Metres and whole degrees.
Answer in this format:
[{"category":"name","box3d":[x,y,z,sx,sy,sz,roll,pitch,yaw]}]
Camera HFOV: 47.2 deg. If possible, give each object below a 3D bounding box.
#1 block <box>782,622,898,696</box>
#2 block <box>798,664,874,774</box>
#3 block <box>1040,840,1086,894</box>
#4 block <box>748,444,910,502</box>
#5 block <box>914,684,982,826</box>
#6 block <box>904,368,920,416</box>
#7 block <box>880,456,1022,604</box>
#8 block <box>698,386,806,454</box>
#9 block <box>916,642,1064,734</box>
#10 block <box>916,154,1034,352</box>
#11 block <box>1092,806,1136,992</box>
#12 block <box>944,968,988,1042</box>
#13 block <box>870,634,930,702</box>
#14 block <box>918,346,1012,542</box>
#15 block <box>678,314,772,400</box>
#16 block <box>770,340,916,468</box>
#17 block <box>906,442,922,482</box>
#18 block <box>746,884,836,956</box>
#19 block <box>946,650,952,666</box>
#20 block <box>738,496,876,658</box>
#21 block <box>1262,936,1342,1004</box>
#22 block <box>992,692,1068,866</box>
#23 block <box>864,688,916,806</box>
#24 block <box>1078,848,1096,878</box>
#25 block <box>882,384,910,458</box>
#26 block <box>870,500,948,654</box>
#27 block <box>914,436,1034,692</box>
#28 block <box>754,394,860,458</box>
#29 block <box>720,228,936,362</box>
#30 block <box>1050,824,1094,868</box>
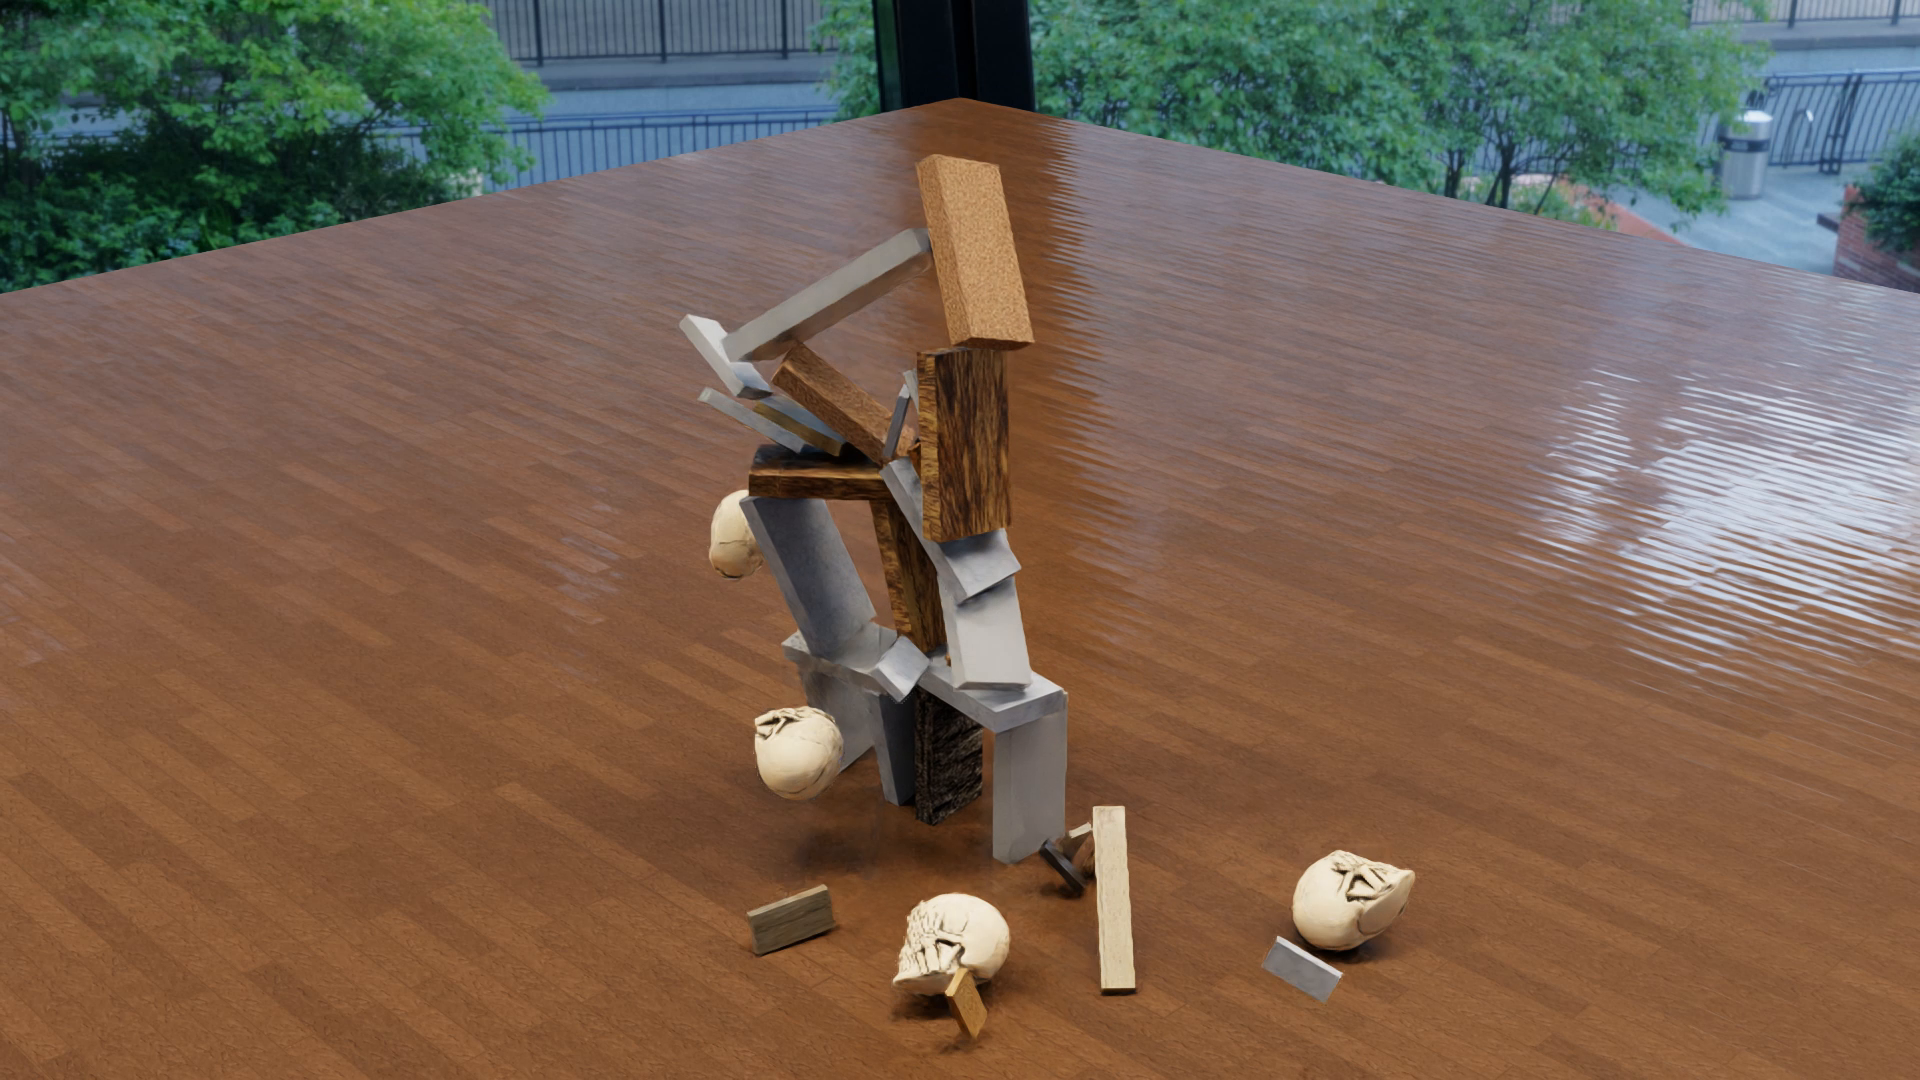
[{"category":"block","box3d":[-0.209,0.223,4.439,0.281,0.040,0.140,17,42,37]},{"category":"block","box3d":[-0.249,0.335,4.579,0.040,0.281,0.140,19,44,38]},{"category":"block","box3d":[0.195,0.618,4.167,0.109,0.015,0.054,47,13,0]},{"category":"block","box3d":[-0.242,-0.131,4.255,0.316,0.045,0.158,2,25,2]},{"category":"block","box3d":[-0.022,0.397,4.414,0.045,0.319,0.160,18,29,35]},{"category":"block","box3d":[-0.060,-0.257,4.098,0.018,0.128,0.064,-23,-5,33]},{"category":"block","box3d":[-0.017,-0.037,4.151,0.145,0.291,0.041,-27,-6,-38]},{"category":"block","box3d":[-0.400,-0.230,4.216,0.204,0.029,0.102,29,-2,-16]},{"category":"block","box3d":[0.036,0.271,4.245,0.160,0.045,0.320,-17,28,-33]},{"category":"block","box3d":[0.028,-0.523,4.015,0.049,0.347,0.174,-20,-13,41]},{"category":"block","box3d":[0.277,0.644,3.971,0.058,0.017,0.357,-3,56,4]},{"category":"block","box3d":[0.011,0.784,3.710,0.017,0.117,0.058,2,41,31]},{"category":"block","box3d":[-0.112,0.241,4.164,0.078,0.022,0.157,46,27,-4]},{"category":"block","box3d":[0.010,-0.183,4.061,0.174,0.347,0.049,-13,18,-39]},{"category":"block","box3d":[-0.462,-0.359,4.342,0.204,0.029,0.102,51,20,21]},{"category":"block","box3d":[-0.222,-0.256,4.225,0.291,0.041,0.145,38,24,-10]},{"category":"block","box3d":[-0.047,-0.125,4.110,0.018,0.128,0.064,-9,21,49]},{"category":"block","box3d":[-0.308,0.693,4.012,0.157,0.078,0.022,-16,18,-27]},{"category":"block","box3d":[0.033,0.186,4.288,0.078,0.022,0.157,7,45,16]},{"category":"block","box3d":[-0.301,0.039,4.382,0.045,0.360,0.158,-1,30,46]},{"category":"block","box3d":[0.553,0.696,3.560,0.117,0.058,0.017,29,28,12]},{"category":"block","box3d":[0.137,0.458,4.272,0.045,0.319,0.160,21,31,39]},{"category":"block","box3d":[-0.110,0.387,4.460,0.040,0.281,0.140,21,43,39]},{"category":"block","box3d":[0.263,0.606,4.201,0.054,0.109,0.015,-22,61,-41]},{"category":"block","box3d":[-0.116,-0.223,4.121,0.018,0.128,0.064,17,27,1]},{"category":"block","box3d":[-0.074,0.051,4.299,0.045,0.316,0.158,2,18,46]},{"category":"block","box3d":[0.025,0.038,4.199,0.145,0.041,0.518,4,63,-29]},{"category":"block","box3d":[-0.291,-0.223,4.284,0.204,0.029,0.102,28,21,21]},{"category":"block","box3d":[-0.231,-0.462,4.173,0.446,0.049,0.174,-27,-5,22]},{"category":"block","box3d":[0.212,0.590,4.242,0.054,0.109,0.015,-18,60,-36]}]
